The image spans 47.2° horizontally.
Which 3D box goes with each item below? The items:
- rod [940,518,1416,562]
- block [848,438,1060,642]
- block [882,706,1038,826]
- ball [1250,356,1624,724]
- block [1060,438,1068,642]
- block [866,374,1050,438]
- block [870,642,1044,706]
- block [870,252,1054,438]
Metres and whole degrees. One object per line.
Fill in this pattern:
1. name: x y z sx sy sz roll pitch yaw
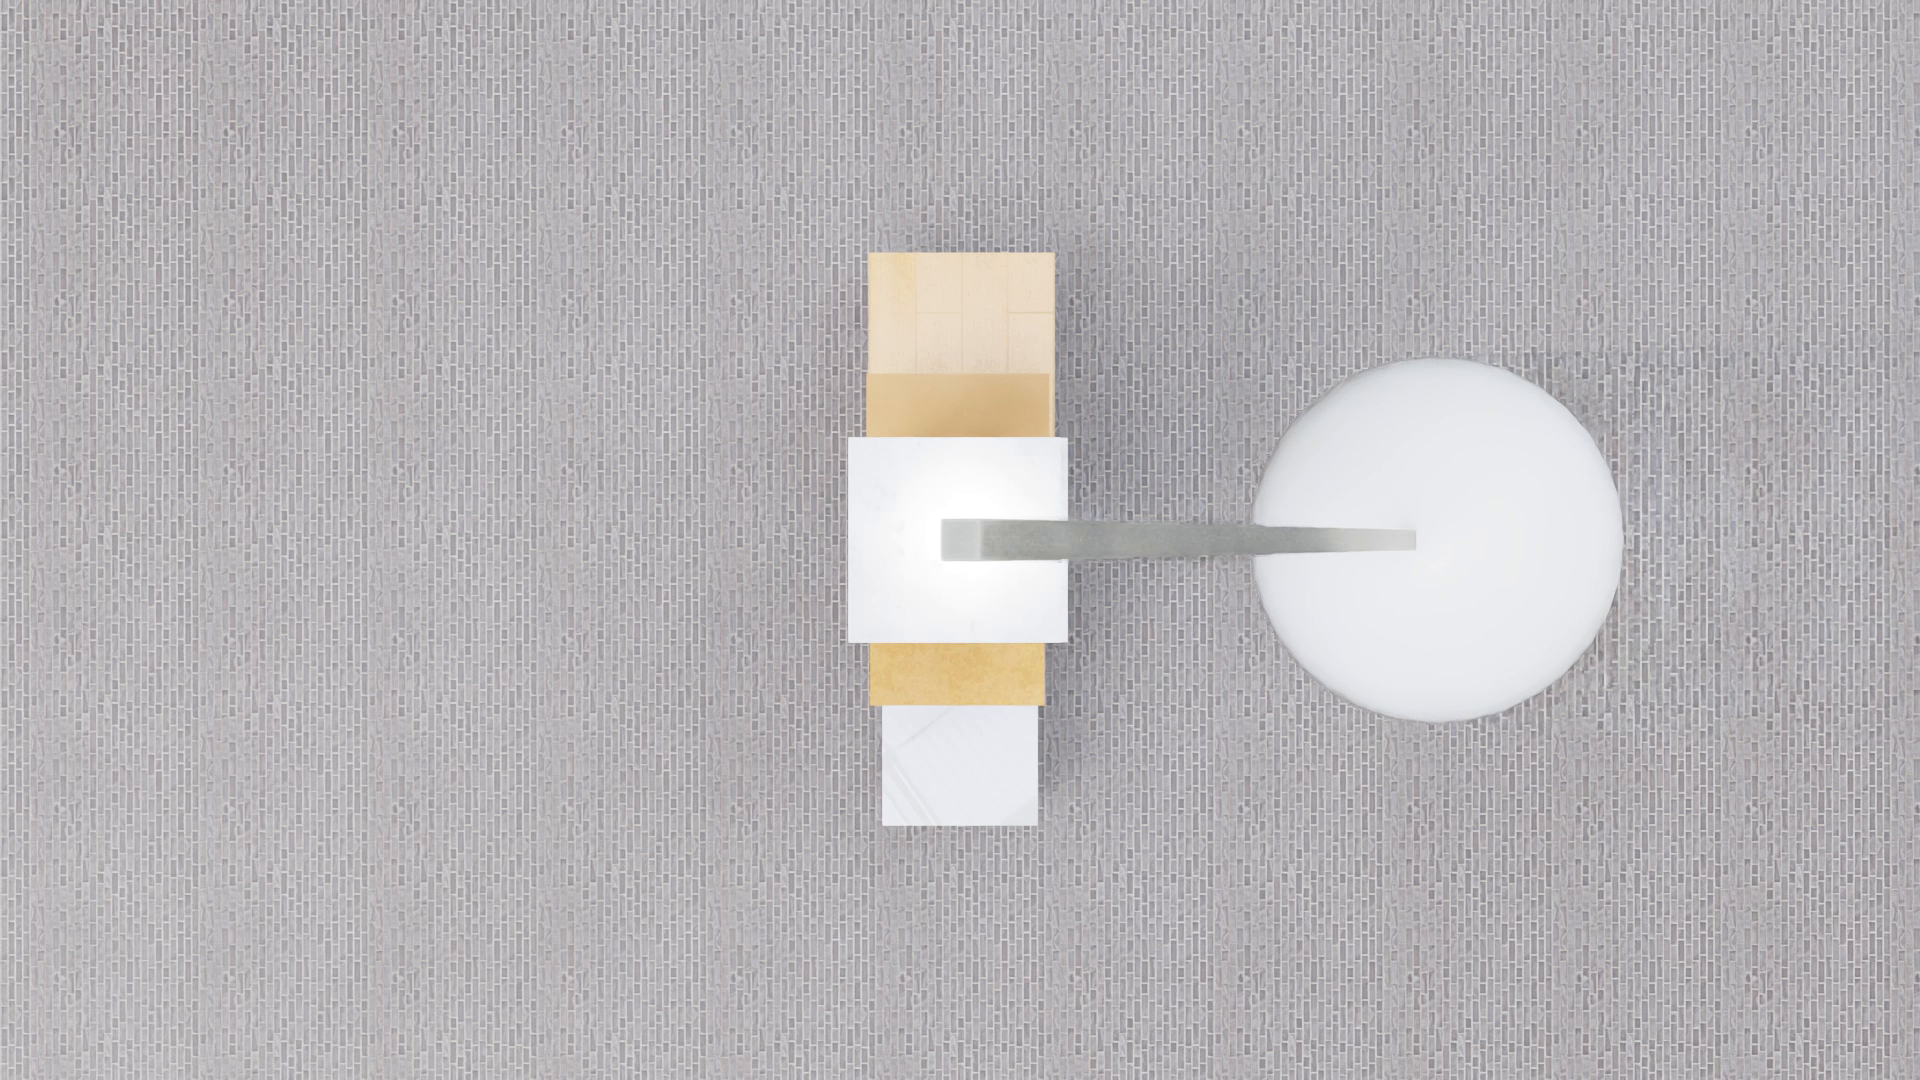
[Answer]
1. rod: 0.899 0.000 6.442 0.080 5.200 0.080 0 90 20
2. block: -0.020 0.000 8.382 0.773 0.755 0.747 0 90 0
3. block: 0.000 1.055 12.531 0.852 0.937 1.022 0 90 0
4. ball: 2.074 0.000 9.633 1.600 1.600 1.600 0 90 0
5. block: 0.006 0.000 9.805 0.911 0.770 0.876 0 90 0
6. block: -0.010 -0.384 11.348 0.909 0.861 0.886 0 90 0
7. block: -0.013 0.448 11.382 0.871 0.795 0.758 0 90 0
8. block: 0.011 -1.014 12.495 1.012 1.010 1.106 0 90 0
